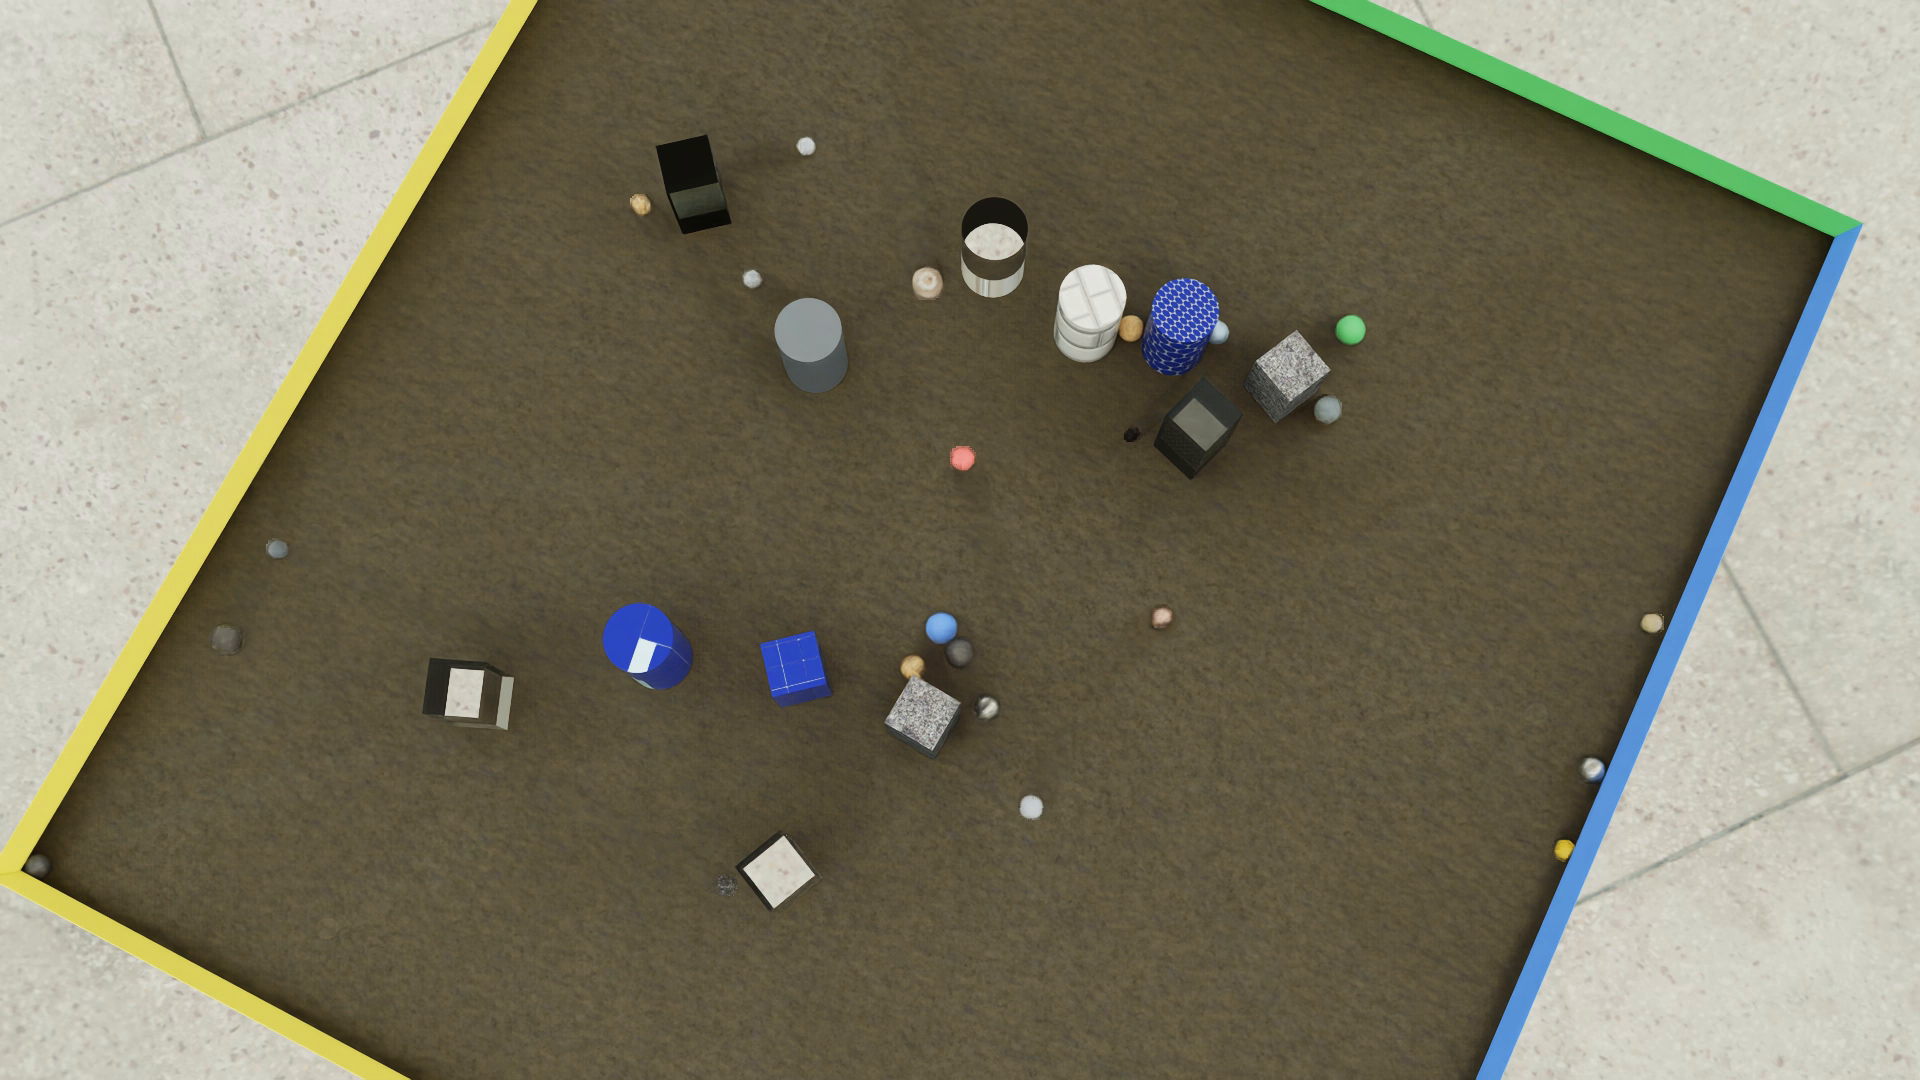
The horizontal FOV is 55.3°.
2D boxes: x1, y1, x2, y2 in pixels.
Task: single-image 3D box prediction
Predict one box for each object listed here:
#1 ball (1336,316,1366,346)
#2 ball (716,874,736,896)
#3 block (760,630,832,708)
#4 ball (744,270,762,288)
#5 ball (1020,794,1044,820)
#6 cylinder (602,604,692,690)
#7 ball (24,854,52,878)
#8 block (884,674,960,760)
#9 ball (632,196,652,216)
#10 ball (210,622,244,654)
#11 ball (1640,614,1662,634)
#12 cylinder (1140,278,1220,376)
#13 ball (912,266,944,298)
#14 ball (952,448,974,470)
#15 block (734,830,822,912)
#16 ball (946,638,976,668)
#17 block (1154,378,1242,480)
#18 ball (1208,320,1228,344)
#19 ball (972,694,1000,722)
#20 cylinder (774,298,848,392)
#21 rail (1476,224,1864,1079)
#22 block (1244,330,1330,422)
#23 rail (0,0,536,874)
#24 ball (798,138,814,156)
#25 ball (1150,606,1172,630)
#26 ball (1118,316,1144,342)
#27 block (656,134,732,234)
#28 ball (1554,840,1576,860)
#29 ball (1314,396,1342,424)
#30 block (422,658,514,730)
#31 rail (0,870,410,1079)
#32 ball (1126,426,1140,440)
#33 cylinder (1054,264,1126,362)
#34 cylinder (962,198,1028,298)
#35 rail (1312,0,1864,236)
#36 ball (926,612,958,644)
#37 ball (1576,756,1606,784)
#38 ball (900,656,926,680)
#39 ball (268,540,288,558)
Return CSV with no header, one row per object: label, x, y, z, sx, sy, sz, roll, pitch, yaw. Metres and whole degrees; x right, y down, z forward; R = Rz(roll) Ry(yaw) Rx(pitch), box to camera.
ball,1.215,-0.653,5.705,0.092,0.092,0.092,0,78,0
ball,-0.685,1.011,5.376,0.061,0.061,0.061,0,78,0
block,-0.479,0.383,5.398,0.159,0.272,0.159,-14,79,-3
ball,-0.651,-0.819,5.758,0.054,0.054,0.054,0,78,0
ball,0.211,0.789,5.417,0.071,0.071,0.071,0,78,0
cylinder,-0.907,0.315,5.354,0.199,0.386,0.199,0,78,0
ball,-2.707,0.959,5.381,0.070,0.070,0.070,0,78,0
block,-0.106,0.520,5.352,0.159,0.307,0.159,30,80,6
ball,-1.009,-1.060,5.804,0.062,0.062,0.062,0,78,0
ball,-2.201,0.296,5.507,0.096,0.096,0.096,0,78,0
ball,2.088,0.252,5.533,0.062,0.062,0.062,0,78,0
cylinder,0.666,-0.645,5.577,0.199,0.338,0.199,0,78,0
ball,-0.102,-0.804,5.732,0.099,0.099,0.099,0,78,0
ball,0.009,-0.249,5.632,0.070,0.070,0.070,0,78,0
block,-0.516,0.953,5.256,0.159,0.320,0.159,-39,81,-7
ball,0.001,0.340,5.499,0.092,0.092,0.092,0,78,0
block,0.711,-0.330,5.503,0.159,0.357,0.159,44,82,8
ball,0.800,-0.646,5.712,0.075,0.075,0.075,0,78,0
ball,0.080,0.503,5.470,0.084,0.084,0.084,0,78,0
cylinder,-0.449,-0.588,5.574,0.199,0.322,0.199,0,78,0
rail,1.825,0.900,5.363,0.045,0.129,4.296,26,80,5
block,0.995,-0.495,5.592,0.159,0.248,0.159,-37,81,-7
rail,-1.825,-0.887,5.733,0.045,0.129,4.296,26,80,5
ball,-0.492,-1.256,5.848,0.056,0.056,0.056,0,78,0
ball,0.608,0.234,5.533,0.069,0.069,0.069,0,78,0
ball,0.533,-0.660,5.711,0.082,0.082,0.082,0,78,0
block,-0.821,-1.097,5.675,0.159,0.331,0.159,-13,79,-3
ball,1.783,0.911,5.398,0.058,0.058,0.058,0,78,0
ball,1.135,-0.401,5.657,0.083,0.083,0.083,0,78,0
block,-1.431,0.452,5.349,0.159,0.341,0.159,4,78,1
rail,-0.950,1.868,5.163,4.128,0.129,0.045,26,80,5
ball,0.534,-0.329,5.663,0.042,0.042,0.042,0,78,0
cylinder,0.392,-0.686,5.586,0.199,0.338,0.199,0,78,0
cylinder,0.104,-0.895,5.630,0.199,0.336,0.199,0,78,0
rail,0.950,-1.854,5.934,4.128,0.129,0.045,26,80,5
ball,-0.055,0.267,5.513,0.095,0.095,0.095,0,78,0
ball,1.871,0.683,5.432,0.085,0.085,0.085,0,78,0
ball,-0.140,0.383,5.499,0.075,0.075,0.075,0,78,0
ball,-2.076,0.029,5.581,0.058,0.058,0.058,0,78,0
